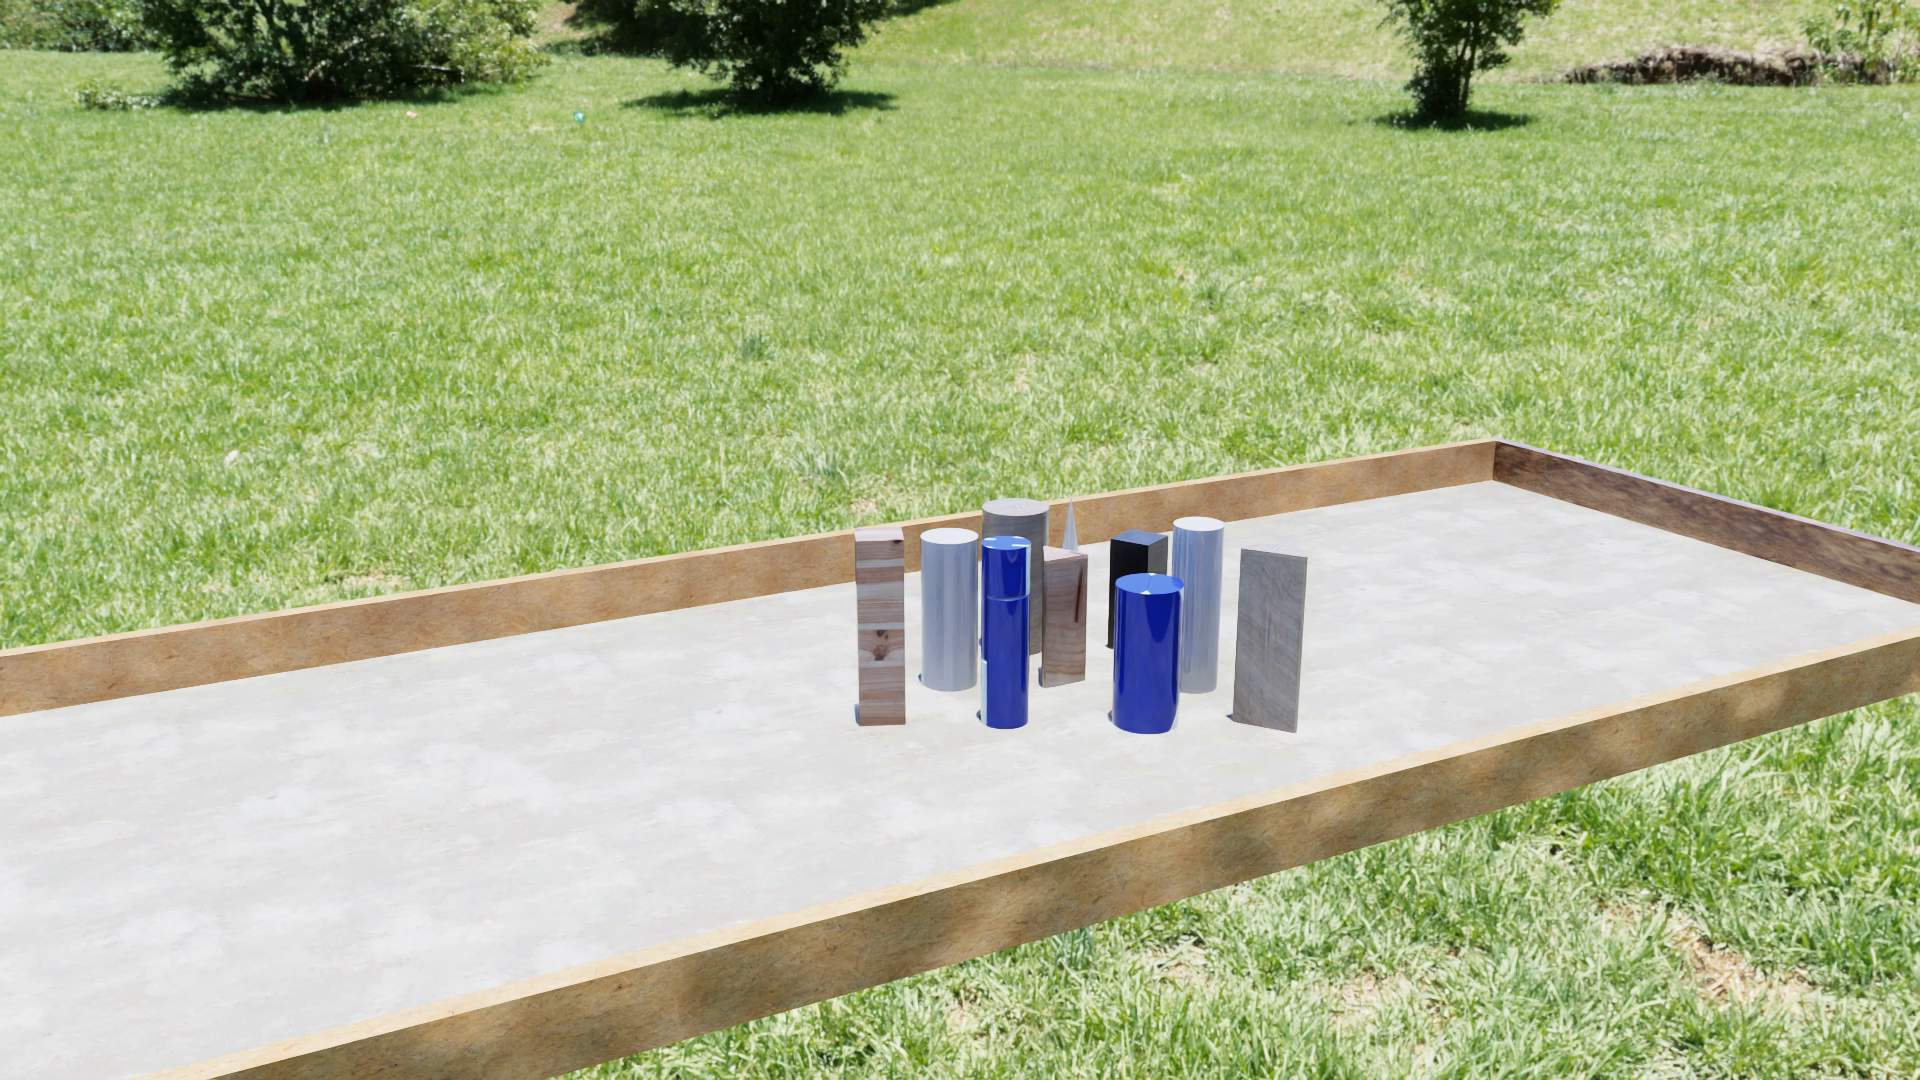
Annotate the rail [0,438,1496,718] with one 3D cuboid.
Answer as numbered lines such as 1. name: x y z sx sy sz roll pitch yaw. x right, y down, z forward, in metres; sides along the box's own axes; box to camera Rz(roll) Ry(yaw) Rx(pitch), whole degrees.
1. rail: -3.305 0.497 3.399 12.000 0.150 0.050 -9 18 -27

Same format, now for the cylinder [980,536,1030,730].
1. cylinder: 0.106 0.216 3.842 0.114 0.438 0.114 0 16 0

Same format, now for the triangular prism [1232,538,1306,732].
1. triangular prism: 0.743 0.216 3.860 0.154 0.428 0.134 8 18 27

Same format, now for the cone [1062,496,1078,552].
1. cone: 0.309 0.039 4.625 0.102 0.337 0.102 0 16 0

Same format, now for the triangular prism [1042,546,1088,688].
1. triangular prism: 0.237 0.188 4.125 0.123 0.332 0.107 -9 18 -27

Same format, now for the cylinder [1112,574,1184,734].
1. cylinder: 0.437 0.264 3.848 0.158 0.342 0.158 0 16 0

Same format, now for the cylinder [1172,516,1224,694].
1. cylinder: 0.580 0.161 4.064 0.124 0.418 0.124 0 16 0

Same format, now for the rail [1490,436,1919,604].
1. rail: 2.466 -0.048 5.253 0.050 0.150 2.100 -9 18 -27

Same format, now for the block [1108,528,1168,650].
1. block: 0.469 0.138 4.349 0.112 0.303 0.112 11 20 33

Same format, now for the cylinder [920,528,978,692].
1. cylinder: -0.026 0.172 4.092 0.142 0.381 0.142 0 16 0

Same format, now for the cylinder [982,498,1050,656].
1. cylinder: 0.145 0.097 4.345 0.174 0.383 0.174 0 16 0

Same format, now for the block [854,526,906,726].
1. block: -0.187 0.203 3.859 0.109 0.453 0.109 -2 16 -5

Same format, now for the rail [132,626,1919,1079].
1. rail: -2.336 1.006 1.665 12.000 0.150 0.050 -9 18 -27
